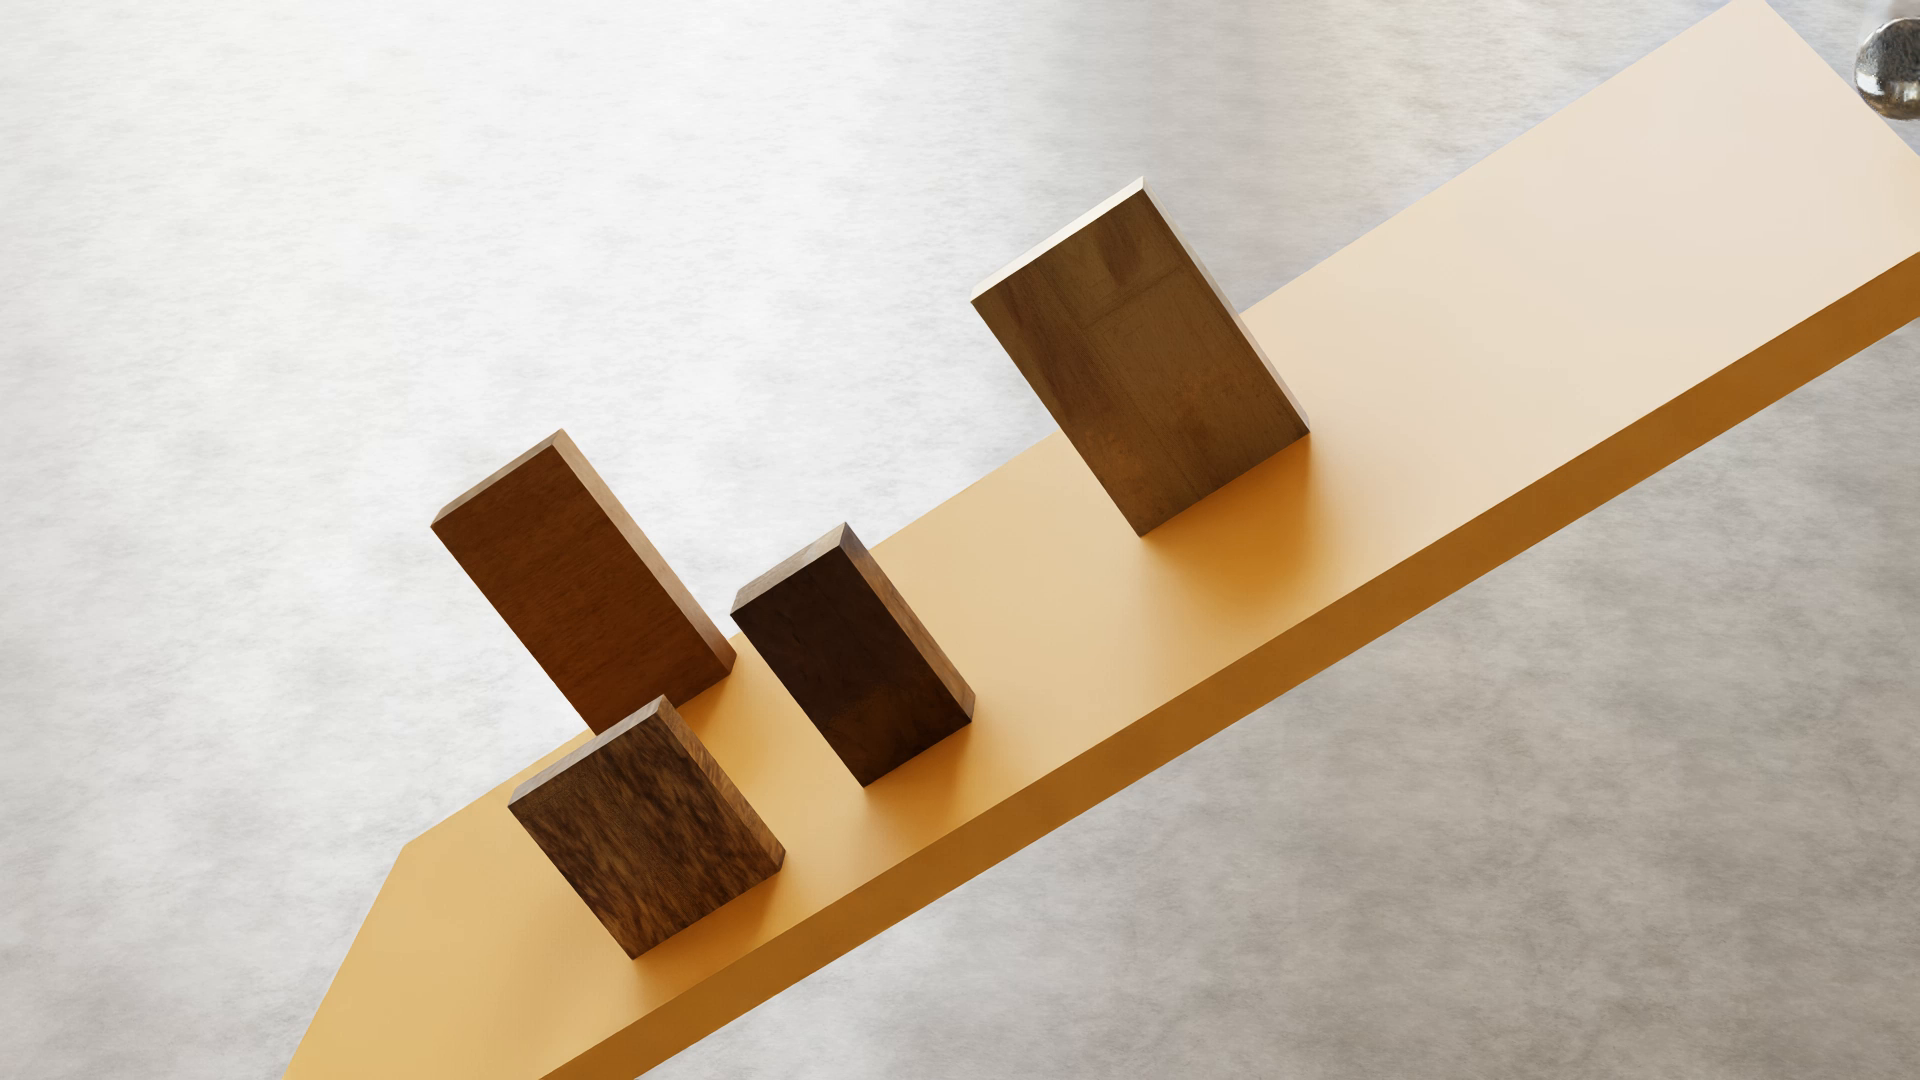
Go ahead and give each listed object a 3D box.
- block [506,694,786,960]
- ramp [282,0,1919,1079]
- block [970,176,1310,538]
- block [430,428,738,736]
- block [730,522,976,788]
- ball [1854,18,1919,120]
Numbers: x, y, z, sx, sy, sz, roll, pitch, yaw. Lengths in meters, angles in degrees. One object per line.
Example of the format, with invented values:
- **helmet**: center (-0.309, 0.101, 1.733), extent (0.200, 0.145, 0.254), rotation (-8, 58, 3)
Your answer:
- **block**: center (-0.617, 0.570, 5.807), extent (0.371, 0.408, 0.085), rotation (-32, 16, 15)
- **ramp**: center (0.136, 0.174, 6.305), extent (4.000, 0.100, 2.000), rotation (-32, 16, 15)
- **block**: center (0.372, -0.370, 6.034), extent (0.420, 0.617, 0.101), rotation (-32, 16, 15)
- **block**: center (-0.915, 0.125, 7.189), extent (0.379, 0.715, 0.125), rotation (-32, 16, 15)
- **block**: center (-0.210, 0.229, 5.846), extent (0.266, 0.451, 0.129), rotation (-32, 16, 15)
- **ball**: center (1.840, -0.915, 5.716), extent (0.198, 0.198, 0.198), rotation (0, 21, 0)
